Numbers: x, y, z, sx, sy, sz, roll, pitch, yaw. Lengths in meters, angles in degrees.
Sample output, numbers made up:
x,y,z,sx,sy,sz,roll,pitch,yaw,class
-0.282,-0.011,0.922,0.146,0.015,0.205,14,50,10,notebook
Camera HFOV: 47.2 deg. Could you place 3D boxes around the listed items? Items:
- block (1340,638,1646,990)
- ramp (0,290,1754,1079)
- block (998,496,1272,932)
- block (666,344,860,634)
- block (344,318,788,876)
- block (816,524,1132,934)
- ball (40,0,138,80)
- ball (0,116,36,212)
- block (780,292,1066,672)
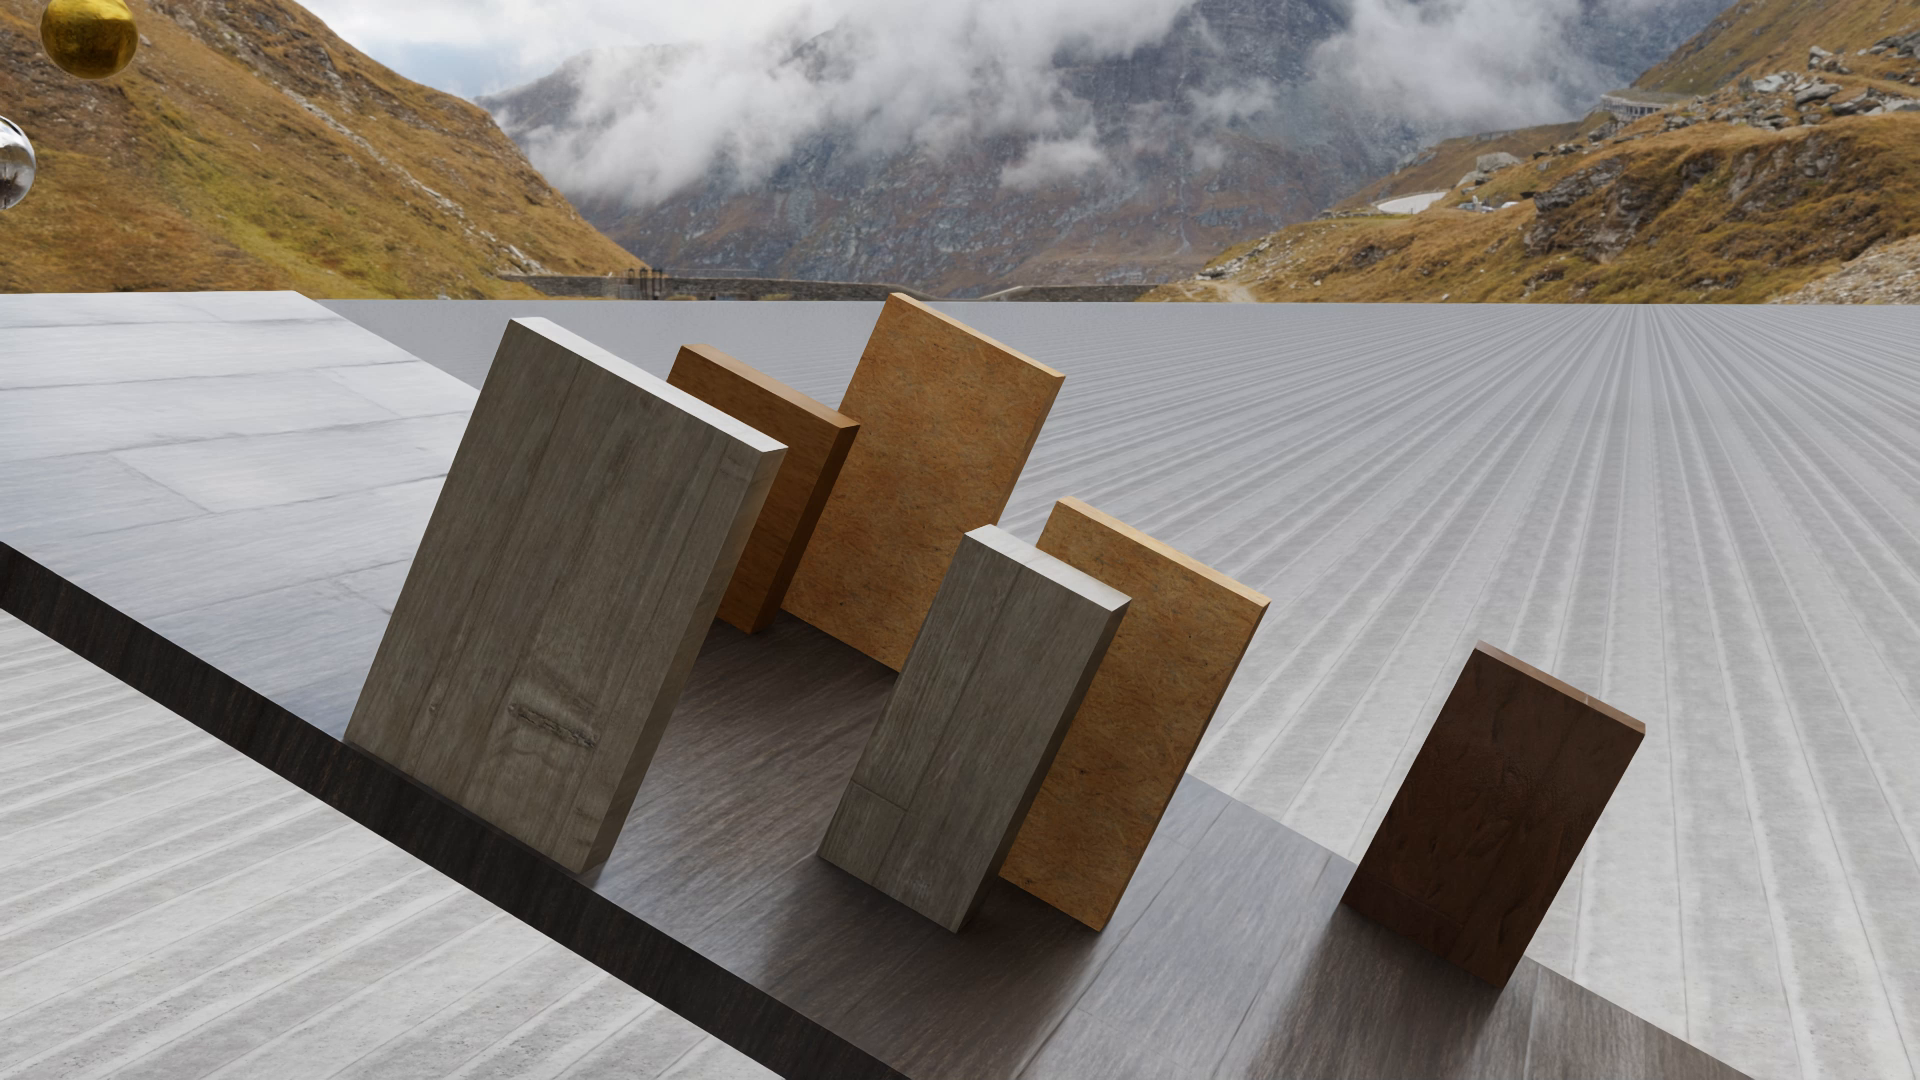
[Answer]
x,y,z,sx,sy,sz,roll,pitch,yaw,class
1.101,0.567,4.560,0.374,0.611,0.117,28,14,12,block
-0.260,0.443,4.168,4.000,0.100,2.000,28,14,12,ramp
0.222,0.307,3.903,0.401,0.657,0.094,28,14,12,block
-0.489,-0.111,4.622,0.386,0.480,0.126,28,14,12,block
-0.589,0.082,3.246,0.431,0.698,0.098,28,14,12,block
0.022,0.310,3.648,0.270,0.606,0.149,28,14,12,block
-1.725,-1.005,4.359,0.180,0.180,0.180,0,7,0,ball
-1.841,-0.710,4.132,0.193,0.193,0.193,0,7,0,ball
-0.111,-0.115,4.759,0.407,0.731,0.083,28,14,12,block
